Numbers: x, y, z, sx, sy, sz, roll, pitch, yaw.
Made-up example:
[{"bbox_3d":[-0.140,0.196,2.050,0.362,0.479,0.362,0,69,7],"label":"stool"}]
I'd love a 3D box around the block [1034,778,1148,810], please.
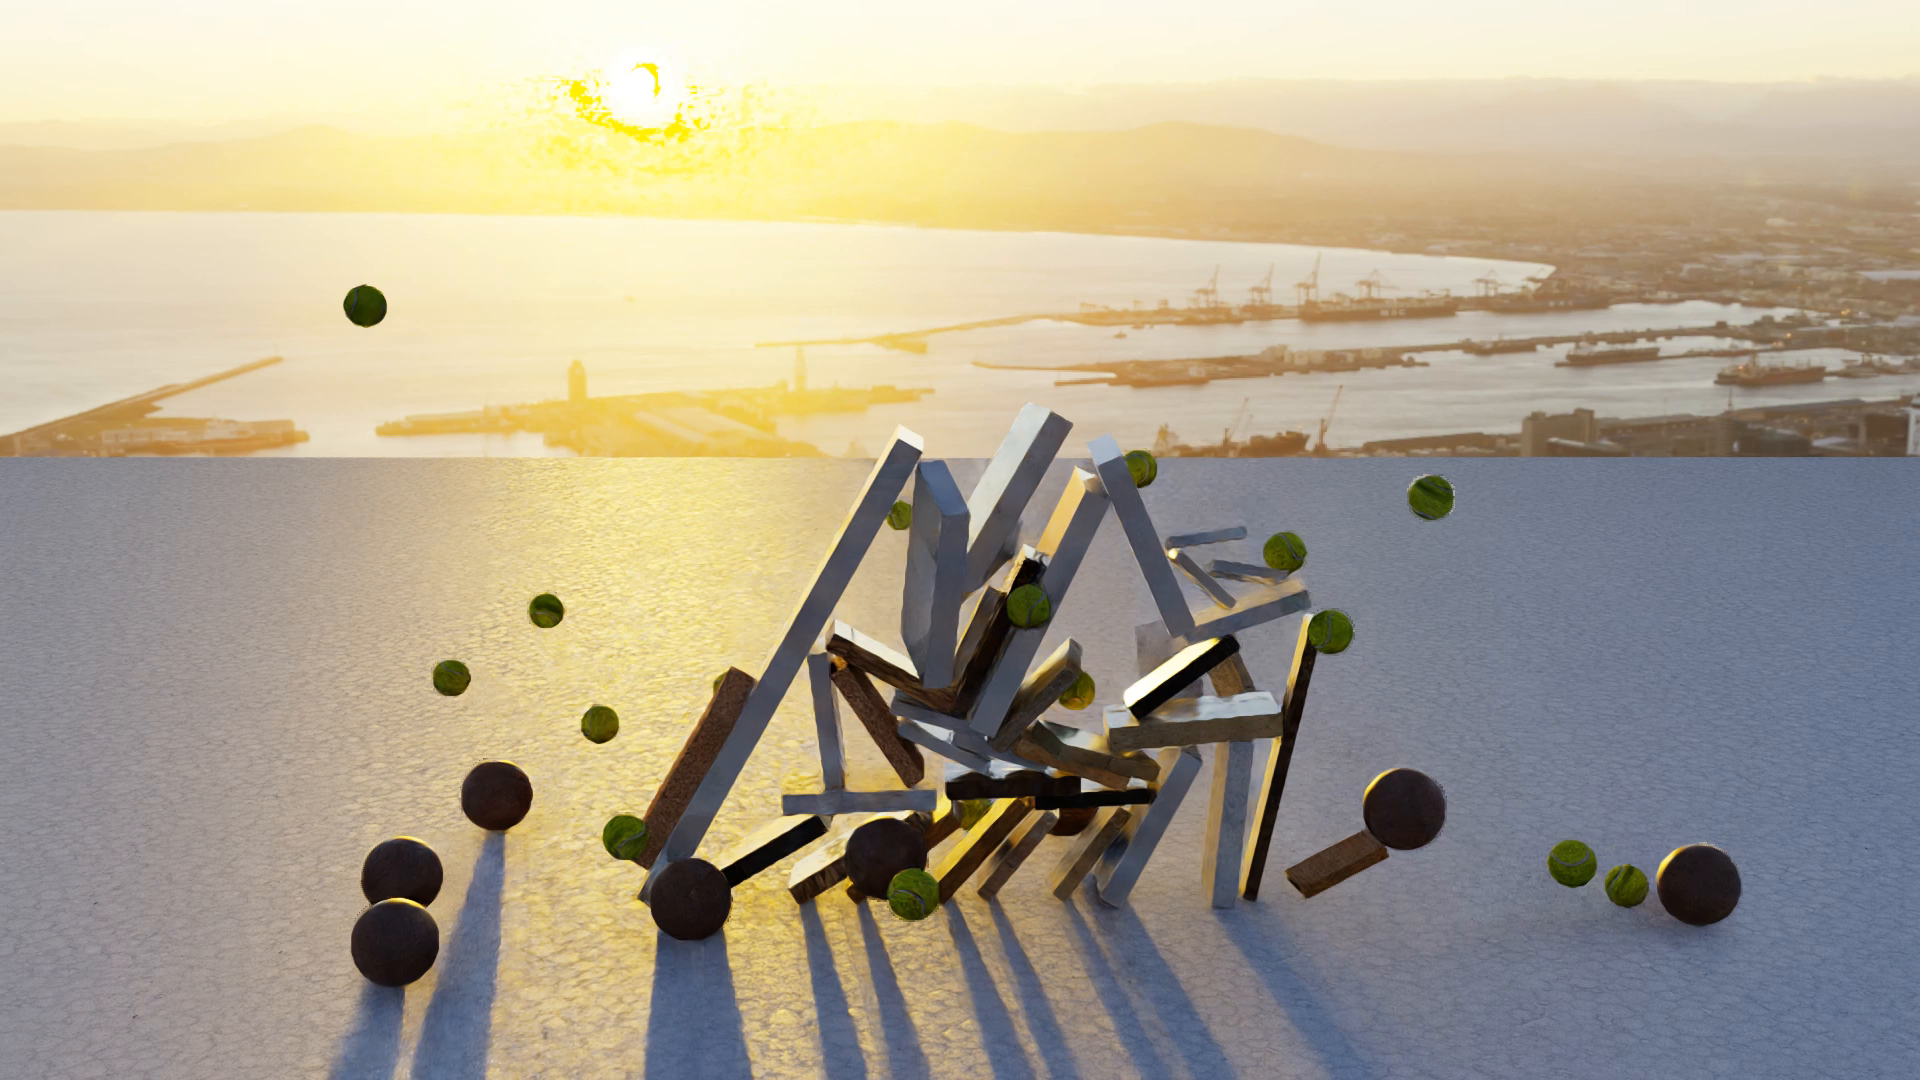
[{"bbox_3d":[0.214,0.415,3.635,0.185,0.026,0.093,-3,10,1],"label":"block"}]

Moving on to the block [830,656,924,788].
[{"bbox_3d":[-0.134,0.293,3.611,0.032,0.227,0.113,-33,10,5],"label":"block"}]

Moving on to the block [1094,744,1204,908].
[{"bbox_3d":[0.310,0.460,3.641,0.040,0.280,0.140,27,9,-5],"label":"block"}]

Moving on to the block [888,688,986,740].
[{"bbox_3d":[-0.033,0.286,3.610,0.162,0.023,0.081,16,10,0],"label":"block"}]

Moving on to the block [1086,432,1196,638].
[{"bbox_3d":[0.292,-0.008,3.551,0.044,0.313,0.157,-24,16,3],"label":"block"}]

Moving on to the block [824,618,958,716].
[{"bbox_3d":[-0.113,0.207,3.592,0.227,0.032,0.113,29,7,-8],"label":"block"}]

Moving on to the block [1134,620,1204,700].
[{"bbox_3d":[0.364,0.228,3.807,0.103,0.029,0.205,-11,48,8],"label":"block"}]

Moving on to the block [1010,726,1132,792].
[{"bbox_3d":[0.176,0.353,3.598,0.196,0.028,0.098,20,11,-12],"label":"block"}]

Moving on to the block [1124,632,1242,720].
[{"bbox_3d":[0.363,0.213,3.596,0.205,0.029,0.103,-36,6,7],"label":"block"}]

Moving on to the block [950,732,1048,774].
[{"bbox_3d":[0.066,0.339,3.622,0.162,0.023,0.081,18,10,-3],"label":"block"}]

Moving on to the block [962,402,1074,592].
[{"bbox_3d":[0.066,-0.072,3.573,0.044,0.313,0.157,30,1,-15],"label":"block"}]

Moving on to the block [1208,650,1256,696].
[{"bbox_3d":[0.478,0.248,3.881,0.022,0.157,0.078,-12,-20,-31],"label":"block"}]

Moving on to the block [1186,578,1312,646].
[{"bbox_3d":[0.466,0.117,3.574,0.205,0.029,0.103,-19,8,8],"label":"block"}]

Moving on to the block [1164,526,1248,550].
[{"bbox_3d":[0.396,-0.003,3.550,0.125,0.018,0.063,-8,-3,-3],"label":"block"}]

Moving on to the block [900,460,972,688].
[{"bbox_3d":[-0.041,0.056,3.500,0.046,0.325,0.162,-3,33,-16],"label":"block"}]

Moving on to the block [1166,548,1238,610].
[{"bbox_3d":[0.391,0.064,3.561,0.125,0.018,0.063,42,-4,-7],"label":"block"}]

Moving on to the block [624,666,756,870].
[{"bbox_3d":[-0.448,0.378,3.648,0.046,0.325,0.162,29,24,-6],"label":"block"}]

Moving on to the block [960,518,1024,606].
[{"bbox_3d":[0.039,0.036,3.629,0.024,0.172,0.086,33,42,-15],"label":"block"}]

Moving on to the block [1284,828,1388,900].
[{"bbox_3d":[0.628,0.540,3.670,0.157,0.022,0.078,-26,19,-6],"label":"block"}]

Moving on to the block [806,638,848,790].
[{"bbox_3d":[-0.218,0.283,3.610,0.032,0.227,0.113,-7,11,1],"label":"block"}]

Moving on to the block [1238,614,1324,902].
[{"bbox_3d":[0.528,0.359,3.625,0.022,0.476,0.078,12,11,0],"label":"block"}]

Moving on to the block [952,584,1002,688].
[{"bbox_3d":[0.019,0.156,3.609,0.024,0.172,0.086,25,0,-1],"label":"block"}]

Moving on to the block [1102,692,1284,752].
[{"bbox_3d":[0.380,0.297,3.616,0.280,0.040,0.140,-5,11,0],"label":"block"}]

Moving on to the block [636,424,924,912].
[{"bbox_3d":[-0.294,0.208,3.595,0.046,0.869,0.162,29,9,-6],"label":"block"}]

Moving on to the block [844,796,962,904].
[{"bbox_3d":[-0.093,0.511,3.651,0.220,0.031,0.110,-38,8,7],"label":"block"}]

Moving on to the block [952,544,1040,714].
[{"bbox_3d":[0.057,0.145,3.581,0.024,0.280,0.086,24,12,-6],"label":"block"}]

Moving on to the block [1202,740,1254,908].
[{"bbox_3d":[0.442,0.452,3.639,0.040,0.280,0.140,5,10,-2],"label":"block"}]

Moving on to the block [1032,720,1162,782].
[{"bbox_3d":[0.222,0.344,3.585,0.196,0.028,0.098,16,12,-30],"label":"block"}]

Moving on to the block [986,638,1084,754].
[{"bbox_3d":[0.121,0.251,3.552,0.028,0.196,0.098,38,25,-12],"label":"block"}]

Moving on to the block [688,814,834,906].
[{"bbox_3d":[-0.326,0.511,3.650,0.250,0.035,0.125,-31,7,8],"label":"block"}]

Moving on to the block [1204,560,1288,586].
[{"bbox_3d":[0.463,0.054,3.572,0.125,0.018,0.063,9,-11,-8],"label":"block"}]

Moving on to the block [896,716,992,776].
[{"bbox_3d":[-0.025,0.333,3.622,0.162,0.023,0.081,25,10,-4],"label":"block"}]

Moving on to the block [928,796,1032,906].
[{"bbox_3d":[0.035,0.499,3.645,0.031,0.221,0.110,41,10,-4],"label":"block"}]

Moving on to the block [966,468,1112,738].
[{"bbox_3d":[0.121,0.100,3.551,0.044,0.430,0.157,24,13,-9],"label":"block"}]

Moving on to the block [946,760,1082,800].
[{"bbox_3d":[0.087,0.393,3.622,0.220,0.031,0.110,-2,10,0],"label":"block"}]

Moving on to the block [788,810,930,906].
[{"bbox_3d":[-0.166,0.510,3.653,0.250,0.035,0.125,-32,8,7],"label":"block"}]

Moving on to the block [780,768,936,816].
[{"bbox_3d":[-0.169,0.414,3.627,0.250,0.035,0.125,-1,11,-5],"label":"block"}]

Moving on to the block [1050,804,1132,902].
[{"bbox_3d":[0.217,0.508,3.657,0.026,0.185,0.093,36,9,-6],"label":"block"}]

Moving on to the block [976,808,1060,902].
[{"bbox_3d":[0.096,0.511,3.656,0.026,0.185,0.093,39,9,-5],"label":"block"}]
